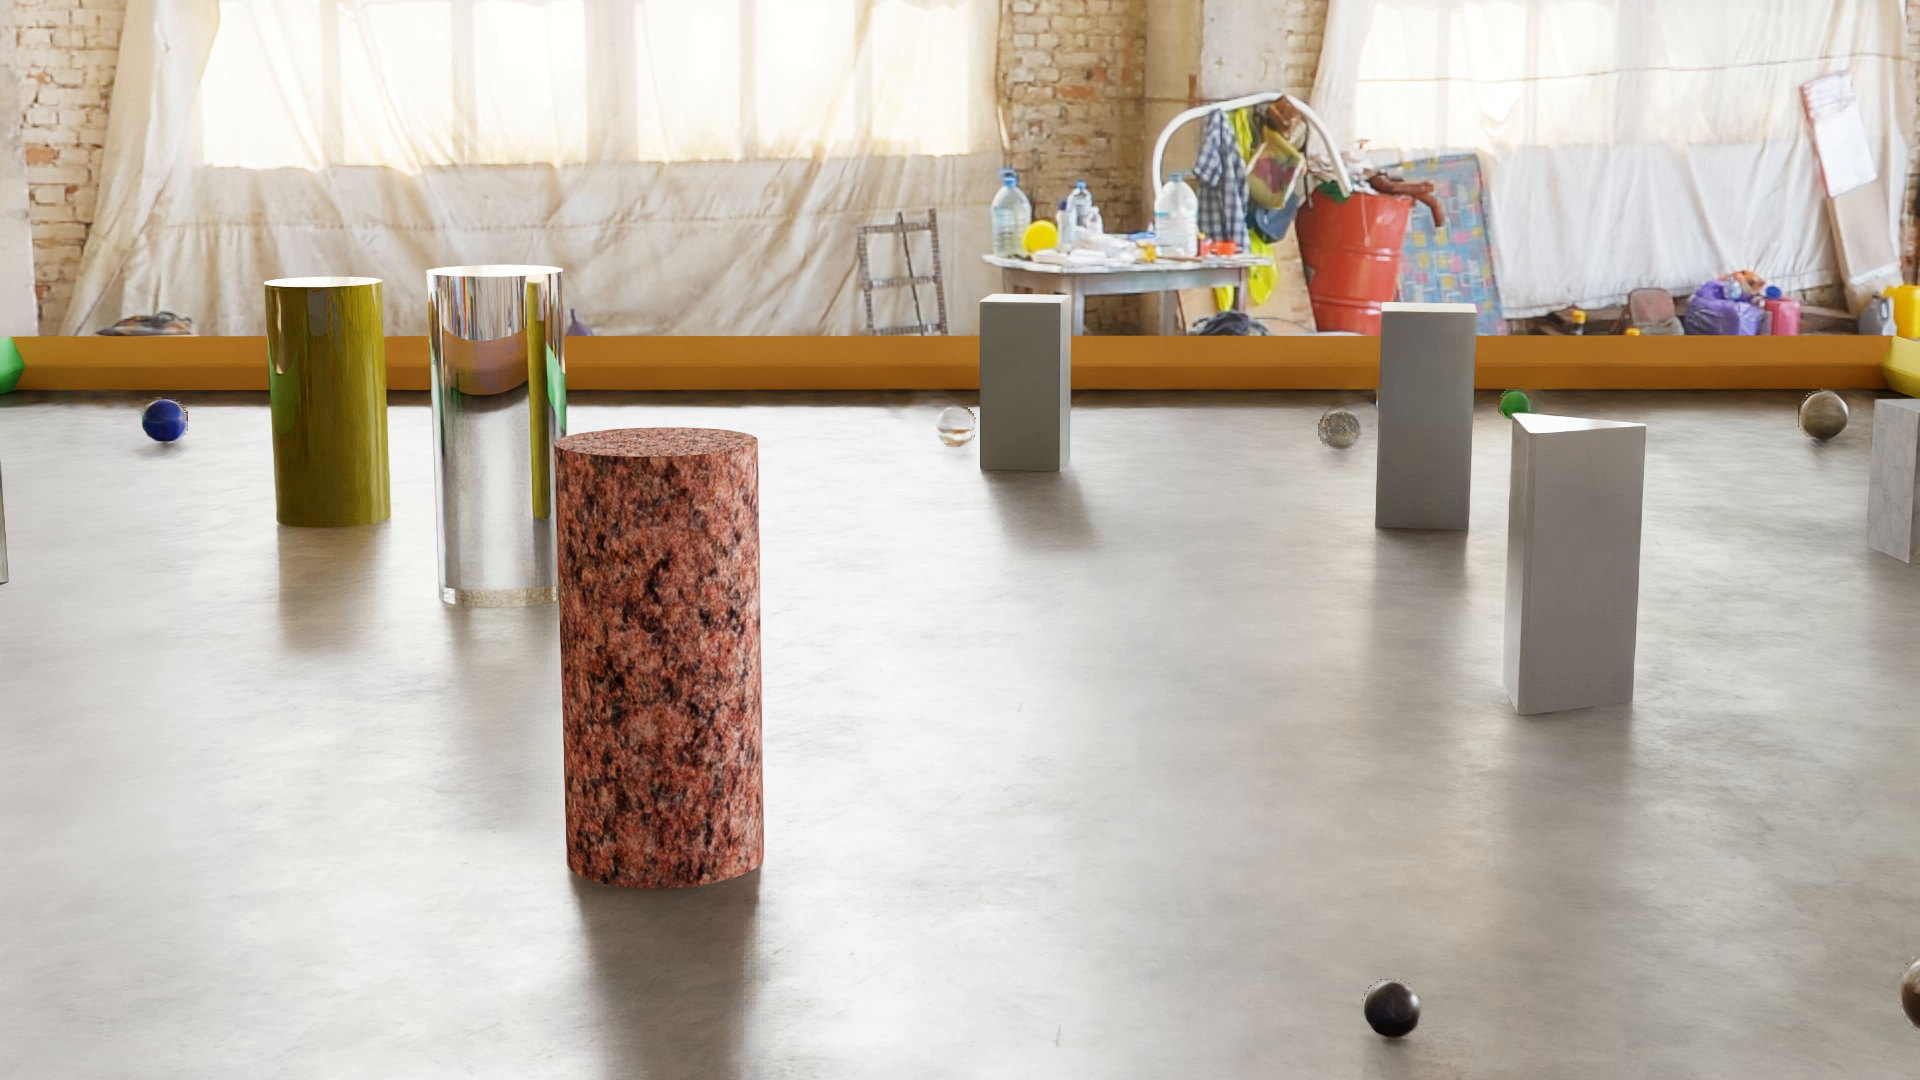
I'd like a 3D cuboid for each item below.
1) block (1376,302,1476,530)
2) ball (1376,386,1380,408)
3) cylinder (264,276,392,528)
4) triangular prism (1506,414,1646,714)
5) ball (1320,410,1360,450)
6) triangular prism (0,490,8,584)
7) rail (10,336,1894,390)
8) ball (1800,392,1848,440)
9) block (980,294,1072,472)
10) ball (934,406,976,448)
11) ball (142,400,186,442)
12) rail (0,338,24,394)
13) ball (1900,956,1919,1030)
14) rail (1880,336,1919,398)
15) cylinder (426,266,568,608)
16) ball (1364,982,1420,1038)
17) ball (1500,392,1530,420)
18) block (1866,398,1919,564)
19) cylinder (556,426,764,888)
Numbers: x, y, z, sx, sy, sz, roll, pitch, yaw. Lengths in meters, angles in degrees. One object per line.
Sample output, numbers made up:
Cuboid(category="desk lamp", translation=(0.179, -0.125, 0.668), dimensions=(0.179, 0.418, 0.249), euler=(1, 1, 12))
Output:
Cuboid(category="block", translation=(0.738, -0.199, 4.072), dimensions=(0.145, 0.341, 0.145), euler=(2, 11, 9))
Cuboid(category="ball", translation=(0.892, -0.288, 5.229), dimensions=(0.091, 0.091, 0.091), euler=(0, 11, 0))
Cuboid(category="cylinder", translation=(-1.007, -0.222, 4.095), dimensions=(0.182, 0.379, 0.182), euler=(0, 11, 0))
Cuboid(category="triangular prism", translation=(0.675, 0.022, 2.953), dimensions=(0.157, 0.320, 0.136), euler=(-5, 12, -24))
Cuboid(category="ball", translation=(0.718, -0.208, 4.844), dimensions=(0.074, 0.074, 0.074), euler=(0, 11, 0))
Cuboid(category="triangular prism", translation=(-1.384, -0.104, 3.539), dimensions=(0.157, 0.350, 0.136), euler=(7, 13, 33))
Cuboid(category="rail", translation=(-0.013, -0.392, 5.701), dimensions=(4.197, 0.118, 0.045), euler=(0, 11, 0))
Cuboid(category="ball", translation=(1.676, -0.241, 4.977), dimensions=(0.091, 0.091, 0.091), euler=(0, 11, 0))
Cuboid(category="block", translation=(0.119, -0.287, 4.649), dimensions=(0.145, 0.302, 0.145), euler=(2, 11, 10))
Cuboid(category="ball", translation=(-0.009, -0.215, 4.875), dimensions=(0.077, 0.077, 0.077), euler=(0, 11, 0))
Cuboid(category="ball", translation=(-1.530, -0.229, 4.933), dimensions=(0.083, 0.083, 0.083), euler=(0, 11, 0))
Cuboid(category="rail", translation=(-2.075, 0.033, 3.438), dimensions=(0.045, 0.118, 4.627), euler=(0, 11, 0))
Cuboid(category="ball", translation=(0.743, 0.342, 1.927), dimensions=(0.069, 0.069, 0.069), euler=(0, 11, 0))
Cuboid(category="rail", translation=(2.075, 0.028, 3.462), dimensions=(0.045, 0.118, 4.627), euler=(0, 11, 0))
Cuboid(category="cylinder", translation=(-0.628, -0.145, 3.503), dimensions=(0.182, 0.445, 0.182), euler=(0, 11, 0))
Cuboid(category="ball", translation=(0.326, 0.354, 1.935), dimensions=(0.042, 0.042, 0.042), euler=(0, 11, 0))
Cuboid(category="ball", translation=(1.134, -0.275, 5.241), dimensions=(0.059, 0.059, 0.059), euler=(0, 11, 0))
Cuboid(category="block", translation=(1.455, -0.090, 3.814), dimensions=(0.145, 0.223, 0.145), euler=(-1, 11, -5))
Cuboid(category="cylinder", translation=(-0.272, 0.102, 2.337), dimensions=(0.182, 0.389, 0.182), euler=(0, 11, 0))
